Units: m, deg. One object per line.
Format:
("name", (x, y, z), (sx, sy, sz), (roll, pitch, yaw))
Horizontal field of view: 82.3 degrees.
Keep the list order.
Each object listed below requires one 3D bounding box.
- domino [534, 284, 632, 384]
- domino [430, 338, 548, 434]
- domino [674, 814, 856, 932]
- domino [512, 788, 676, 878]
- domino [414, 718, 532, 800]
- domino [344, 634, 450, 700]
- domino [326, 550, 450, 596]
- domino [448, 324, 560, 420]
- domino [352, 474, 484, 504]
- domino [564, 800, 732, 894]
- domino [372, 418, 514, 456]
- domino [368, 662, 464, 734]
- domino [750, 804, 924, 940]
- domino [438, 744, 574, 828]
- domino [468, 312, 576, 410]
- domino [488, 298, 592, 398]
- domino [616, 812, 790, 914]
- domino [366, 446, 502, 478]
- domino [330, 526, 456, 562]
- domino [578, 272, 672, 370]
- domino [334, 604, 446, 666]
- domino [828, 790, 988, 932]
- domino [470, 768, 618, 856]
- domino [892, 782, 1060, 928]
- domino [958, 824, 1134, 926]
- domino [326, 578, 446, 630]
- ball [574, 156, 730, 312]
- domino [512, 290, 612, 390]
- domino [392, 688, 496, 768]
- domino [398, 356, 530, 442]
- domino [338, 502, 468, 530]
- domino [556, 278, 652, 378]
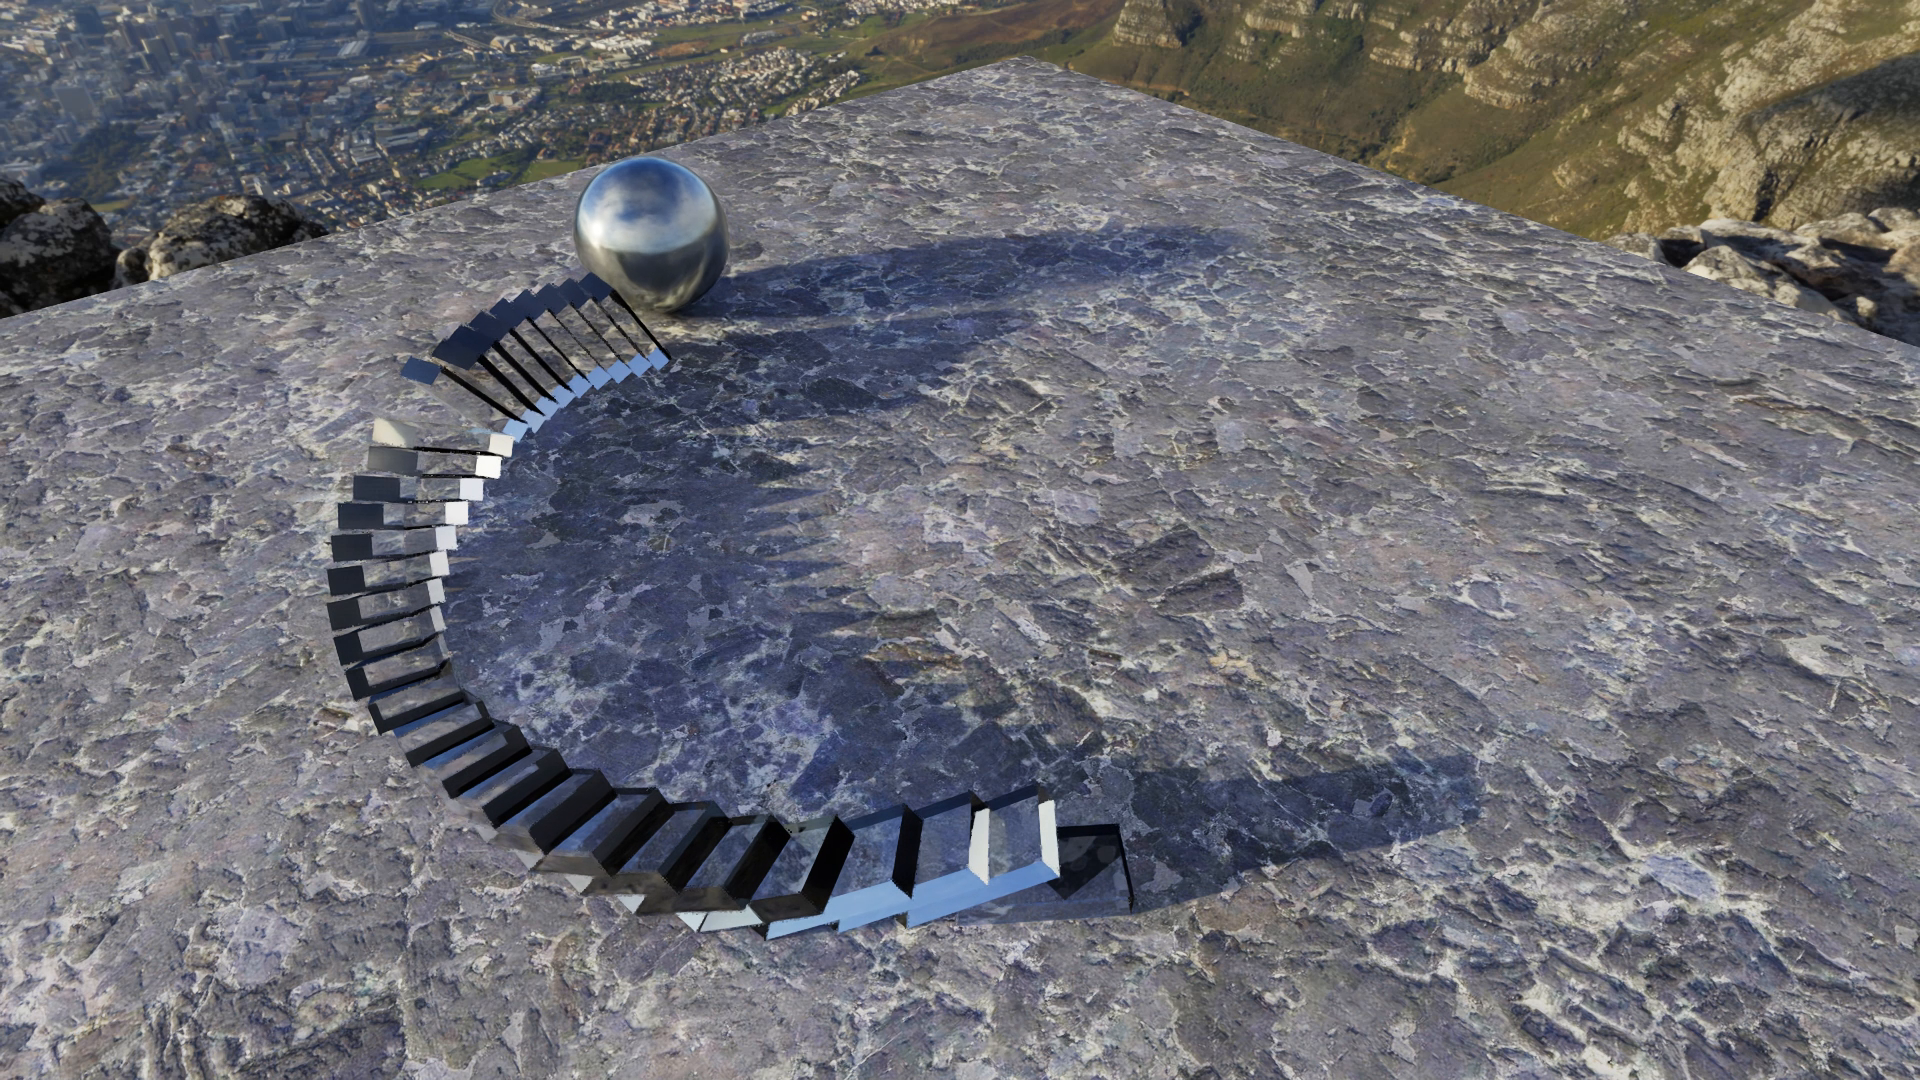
("domino", (-0.183, -0.100, 0.534), (0.009, 0.050, 0.025), (-46, 53, -10))
("domino", (-0.212, -0.069, 0.497), (0.025, 0.050, 0.009), (22, 71, 24))
("domino", (-0.055, 0.094, 0.308), (0.050, 0.010, 0.025), (-20, 29, 33))
("domino", (-0.107, 0.084, 0.320), (0.050, 0.009, 0.025), (-13, 24, 43))
("domino", (-0.152, 0.066, 0.341), (0.025, 0.009, 0.050), (-31, 13, -32))
("domino", (-0.188, 0.042, 0.371), (0.025, 0.009, 0.050), (-18, 7, -20))
("domino", (-0.210, 0.012, 0.407), (0.025, 0.010, 0.050), (-7, 4, -9))
("domino", (-0.209, -0.076, 0.506), (0.025, 0.050, 0.009), (24, 72, 27))
("domino", (-0.219, -0.021, 0.447), (0.025, 0.010, 0.050), (4, 4, 5))
("domino", (-0.090, 0.088, 0.315), (0.050, 0.010, 0.025), (-15, 26, 40))
("domino", (-0.222, -0.044, 0.474), (0.025, 0.009, 0.050), (13, 6, 24))
("domino", (-0.178, 0.051, 0.360), (0.025, 0.010, 0.050), (-22, 8, -24))
("domino", (-0.035, 0.093, 0.310), (0.050, 0.009, 0.025), (-23, 33, 24))
("domino", (-0.139, 0.073, 0.333), (0.025, 0.010, 0.050), (-36, 15, -35))
("domino", (-0.204, -0.084, 0.514), (0.025, 0.050, 0.009), (28, 73, 30))
("domino", (-0.199, -0.091, 0.523), (0.025, 0.050, 0.010), (34, 76, 34))
("domino", (-0.073, 0.092, 0.310), (0.050, 0.009, 0.025), (-17, 27, 38))
("domino", (-0.219, -0.032, 0.461), (0.025, 0.010, 0.050), (9, 5, 11))
("domino", (-0.215, 0.001, 0.420), (0.025, 0.009, 0.050), (-4, 3, -4))
("domino", (-0.165, -0.108, 0.544), (0.009, 0.050, 0.025), (-46, 53, -10))
("domino", (-0.197, 0.032, 0.382), (0.025, 0.009, 0.050), (-14, 6, -16))
("domino", (-0.016, 0.091, 0.312), (0.050, 0.010, 0.025), (-25, 35, 22))
("domino", (-0.124, 0.079, 0.325), (0.050, 0.009, 0.025), (-12, 22, 48))
("domino", (0.003, 0.090, 0.313), (0.050, 0.009, 0.025), (-26, 37, 21))
("domino", (0.024, 0.098, 0.324), (0.050, 0.009, 0.025), (-3, 39, -3))
("domino", (-0.205, 0.022, 0.395), (0.025, 0.010, 0.050), (-10, 5, -12))
("ball", (-0.164, -0.162, 0.585), (0.080, 0.080, 0.080), (0, 39, 0))
("domino", (-0.191, -0.096, 0.529), (0.010, 0.050, 0.025), (-46, 53, -10))
("domino", (-0.166, 0.059, 0.350), (0.025, 0.010, 0.050), (-26, 10, -29))
("domino", (-0.219, -0.062, 0.487), (0.025, 0.050, 0.010), (17, 75, 31))
("domino", (-0.219, -0.010, 0.434), (0.025, 0.009, 0.050), (1, 3, 1))
("domino", (-0.174, -0.104, 0.539), (0.010, 0.050, 0.025), (-46, 53, -10))
